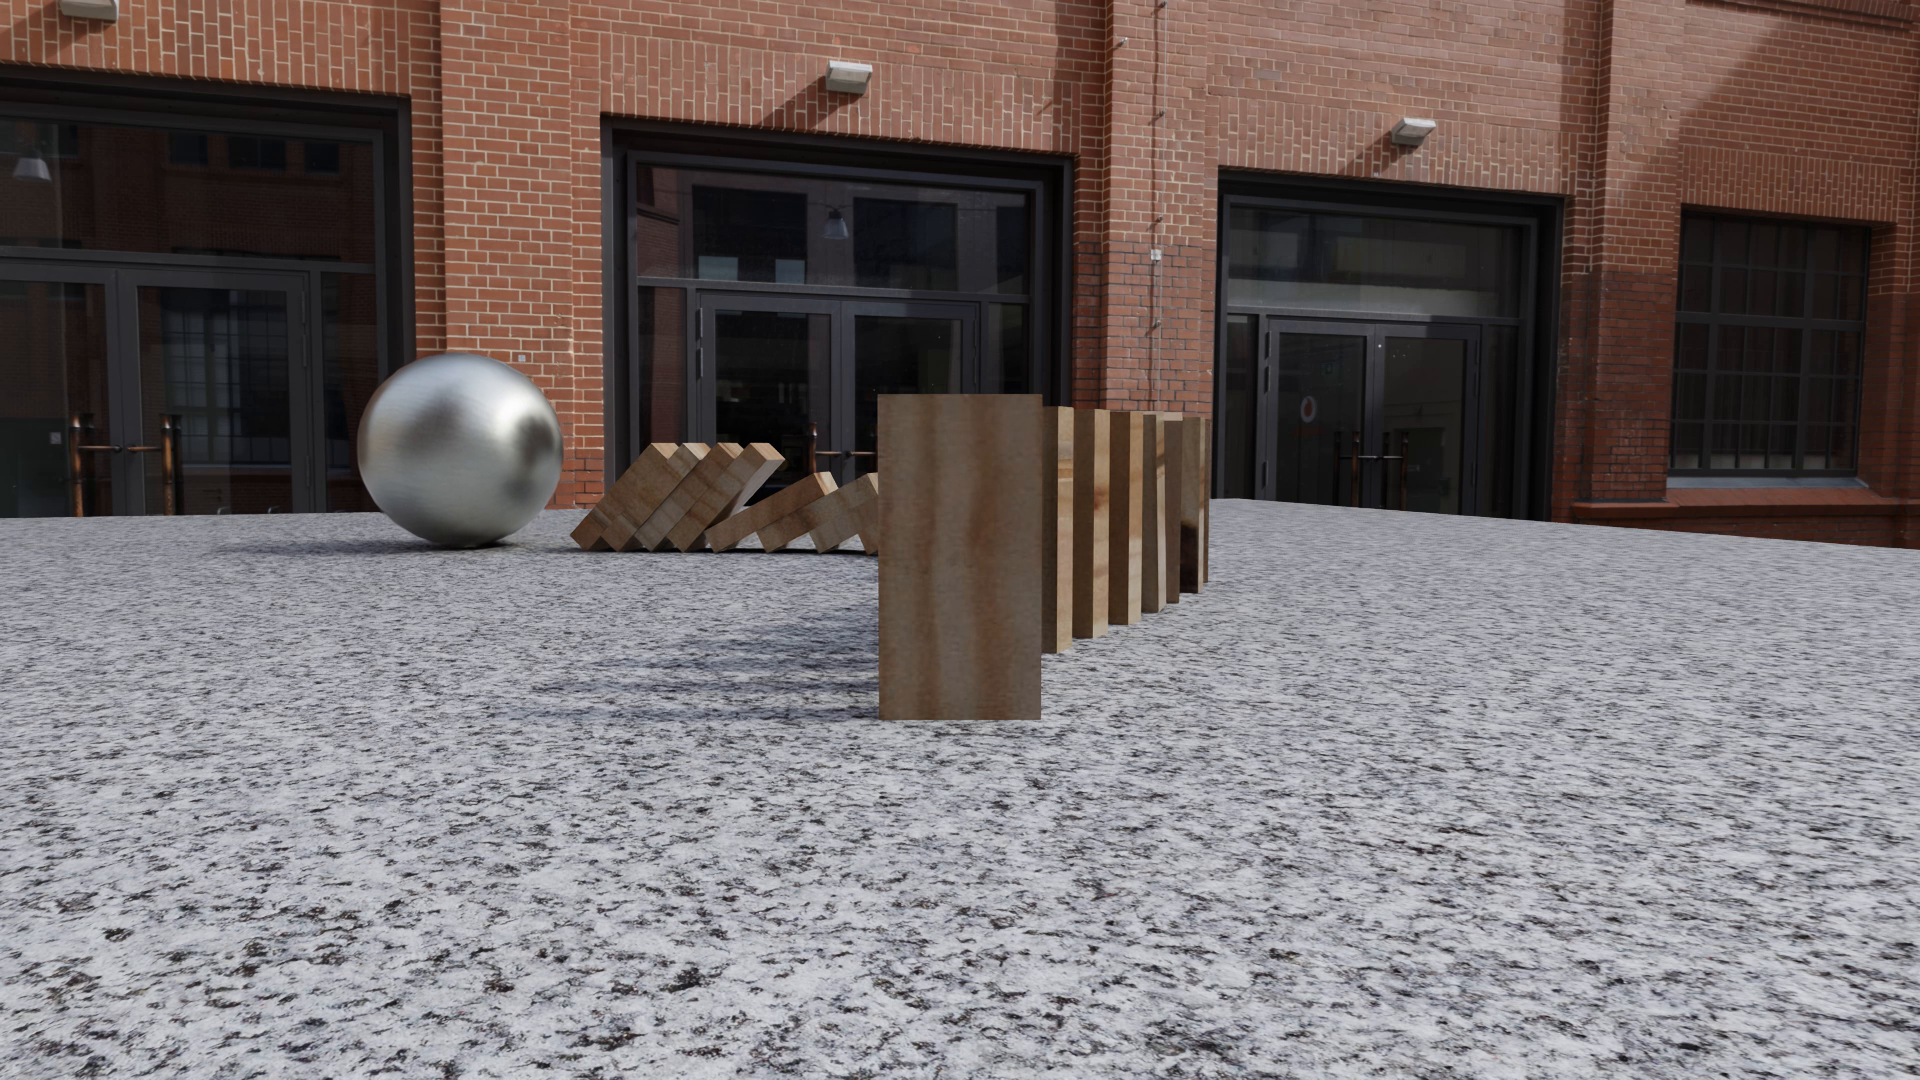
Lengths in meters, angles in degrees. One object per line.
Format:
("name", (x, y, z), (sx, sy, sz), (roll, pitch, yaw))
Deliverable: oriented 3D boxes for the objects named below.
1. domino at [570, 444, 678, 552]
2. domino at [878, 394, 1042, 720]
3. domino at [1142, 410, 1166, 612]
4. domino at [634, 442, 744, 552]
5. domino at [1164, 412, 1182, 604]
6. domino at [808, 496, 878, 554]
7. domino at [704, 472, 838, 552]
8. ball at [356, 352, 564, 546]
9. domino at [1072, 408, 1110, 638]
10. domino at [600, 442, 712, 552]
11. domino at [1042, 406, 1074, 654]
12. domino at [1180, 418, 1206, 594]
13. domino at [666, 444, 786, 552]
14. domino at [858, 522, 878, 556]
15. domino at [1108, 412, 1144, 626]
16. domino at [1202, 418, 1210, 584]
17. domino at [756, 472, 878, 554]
("domino", (-0.132, -0.017, 0.514), (0.010, 0.050, 0.025), (44, 9, 3))
("domino", (0.000, 0.002, 0.201), (0.025, 0.050, 0.010), (0, 4, 0))
("domino", (0.039, -0.007, 0.327), (0.025, 0.050, 0.010), (2, 11, 20))
("domino", (-0.106, -0.017, 0.512), (0.009, 0.050, 0.025), (44, 8, 3))
("domino", (0.046, -0.008, 0.341), (0.025, 0.050, 0.010), (1, 19, 8))
("domino", (-0.032, -0.011, 0.502), (0.050, 0.010, 0.025), (-27, -2, 12))
("domino", (-0.074, -0.011, 0.509), (0.050, 0.010, 0.025), (-27, 0, 9))
("ball", (-0.206, -0.037, 0.531), (0.080, 0.080, 0.080), (0, 4, 0))
("domino", (0.020, -0.004, 0.289), (0.025, 0.050, 0.009), (2, 5, 27))
("domino", (-0.119, -0.017, 0.512), (0.009, 0.050, 0.025), (44, 9, 3))
("domino", (0.010, -0.003, 0.268), (0.025, 0.050, 0.010), (2, 5, 24))
("domino", (0.058, -0.010, 0.372), (0.025, 0.050, 0.010), (1, 5, 18))
("domino", (-0.093, -0.017, 0.510), (0.010, 0.050, 0.025), (44, 9, 3))
("domino", (-0.012, -0.010, 0.490), (0.050, 0.010, 0.025), (-28, -8, 22))
("domino", (0.030, -0.006, 0.309), (0.025, 0.050, 0.010), (2, 5, 26))
("domino", (0.063, -0.012, 0.394), (0.025, 0.050, 0.010), (0, 4, -4))
("domino", (-0.053, -0.011, 0.507), (0.050, 0.010, 0.025), (-27, 0, 10))
